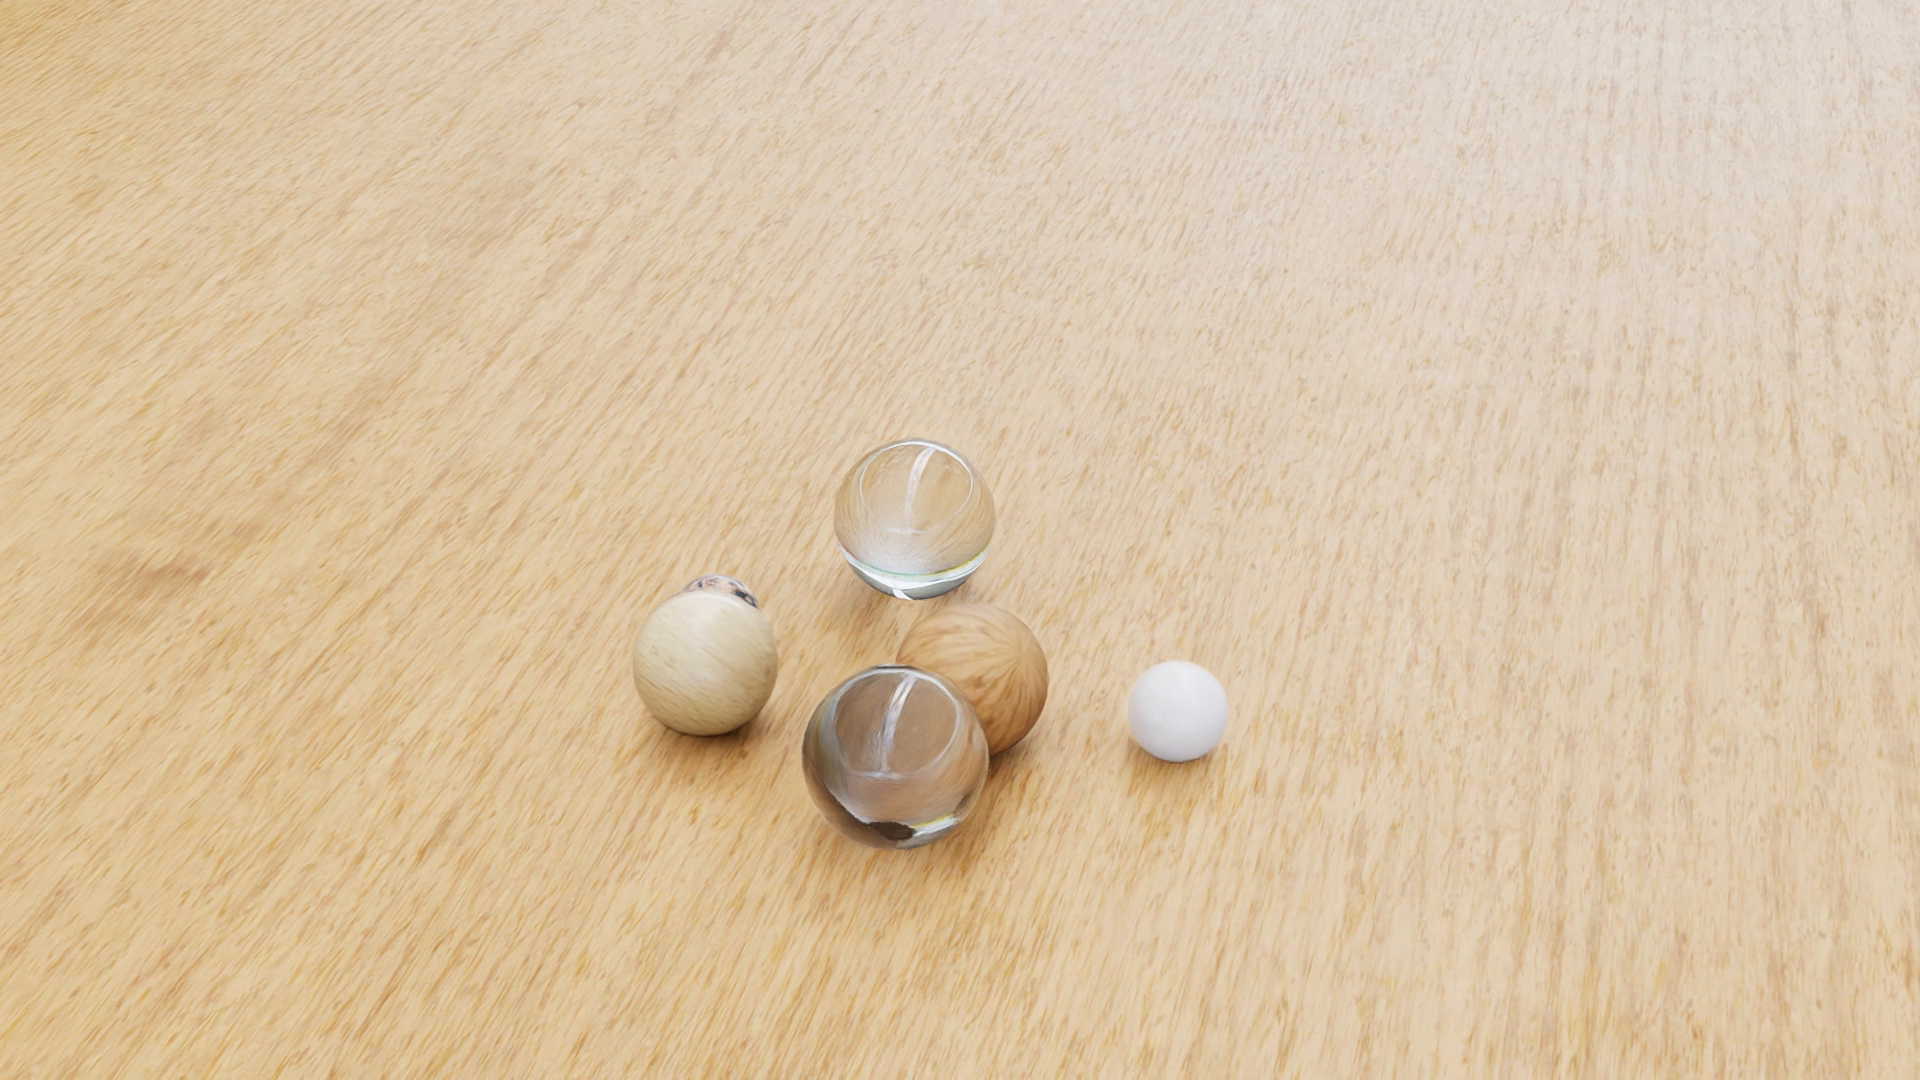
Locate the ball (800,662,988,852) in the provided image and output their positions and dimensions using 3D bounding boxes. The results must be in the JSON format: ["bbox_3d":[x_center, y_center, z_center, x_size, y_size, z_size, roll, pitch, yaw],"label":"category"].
[{"bbox_3d":[-0.031,0.104,1.411,0.090,0.090,0.090,0,30,0],"label":"ball"}]

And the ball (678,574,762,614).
[{"bbox_3d":[-0.129,0.042,1.559,0.048,0.048,0.048,0,30,0],"label":"ball"}]

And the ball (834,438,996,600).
[{"bbox_3d":[-0.025,-0.011,1.610,0.089,0.089,0.089,0,30,0],"label":"ball"}]

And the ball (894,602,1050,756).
[{"bbox_3d":[0.005,0.071,1.479,0.079,0.079,0.079,0,30,0],"label":"ball"}]

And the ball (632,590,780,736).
[{"bbox_3d":[-0.129,0.062,1.497,0.075,0.075,0.075,0,30,0],"label":"ball"}]

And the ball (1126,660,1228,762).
[{"bbox_3d":[0.109,0.086,1.481,0.051,0.051,0.051,0,30,0],"label":"ball"}]
